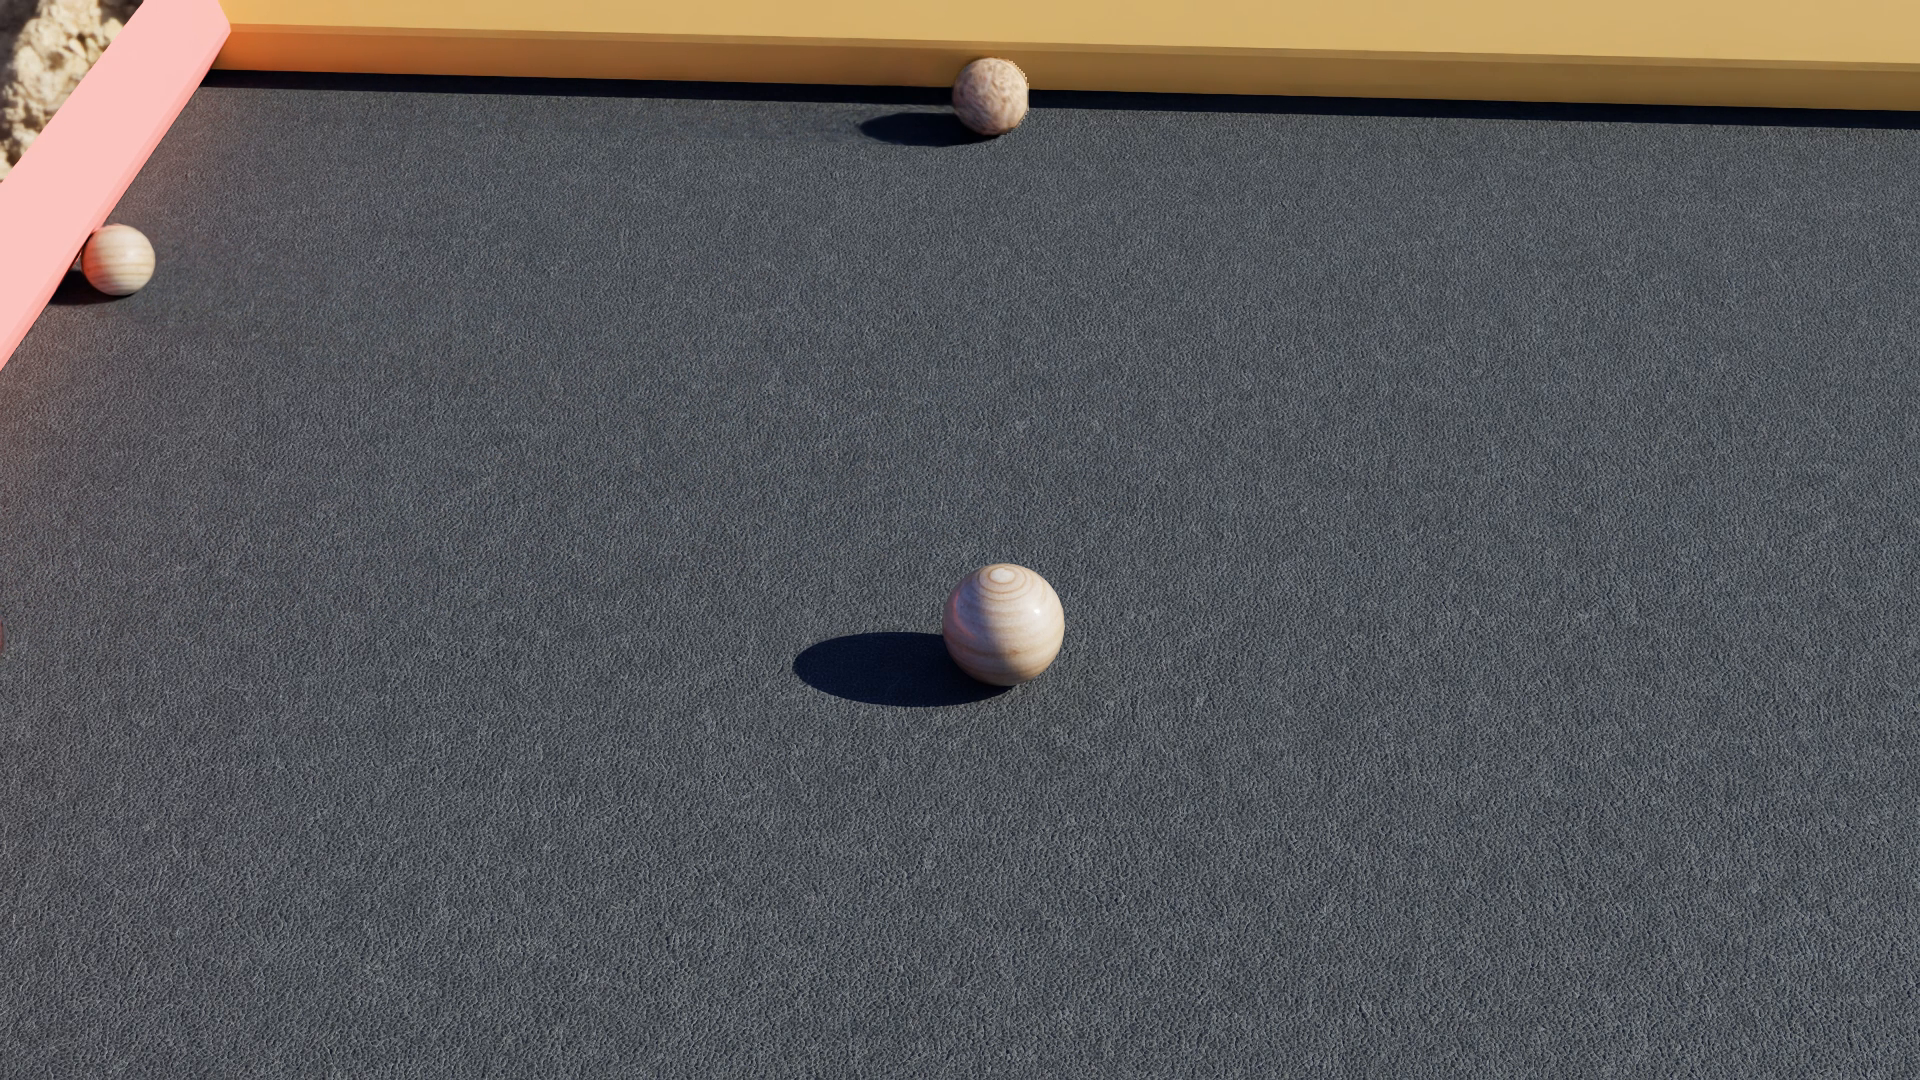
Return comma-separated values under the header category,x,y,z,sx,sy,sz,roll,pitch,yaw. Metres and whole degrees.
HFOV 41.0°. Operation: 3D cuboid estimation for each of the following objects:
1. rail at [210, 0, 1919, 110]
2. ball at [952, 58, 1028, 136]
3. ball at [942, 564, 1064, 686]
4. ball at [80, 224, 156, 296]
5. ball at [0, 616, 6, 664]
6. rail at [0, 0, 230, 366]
category,x,y,z,sx,sy,sz,roll,pitch,yaw
rail,0.836,-0.455,2.410,3.168,0.127,0.045,2,35,3
ball,0.028,-0.415,2.404,0.072,0.072,0.072,0,35,0
ball,0.029,0.057,1.723,0.083,0.083,0.083,0,35,0
ball,-0.708,-0.236,2.159,0.060,0.060,0.060,0,35,0
ball,-0.683,0.067,1.696,0.098,0.098,0.098,0,35,0
rail,-0.767,-0.045,1.828,0.045,0.127,1.651,2,35,3
